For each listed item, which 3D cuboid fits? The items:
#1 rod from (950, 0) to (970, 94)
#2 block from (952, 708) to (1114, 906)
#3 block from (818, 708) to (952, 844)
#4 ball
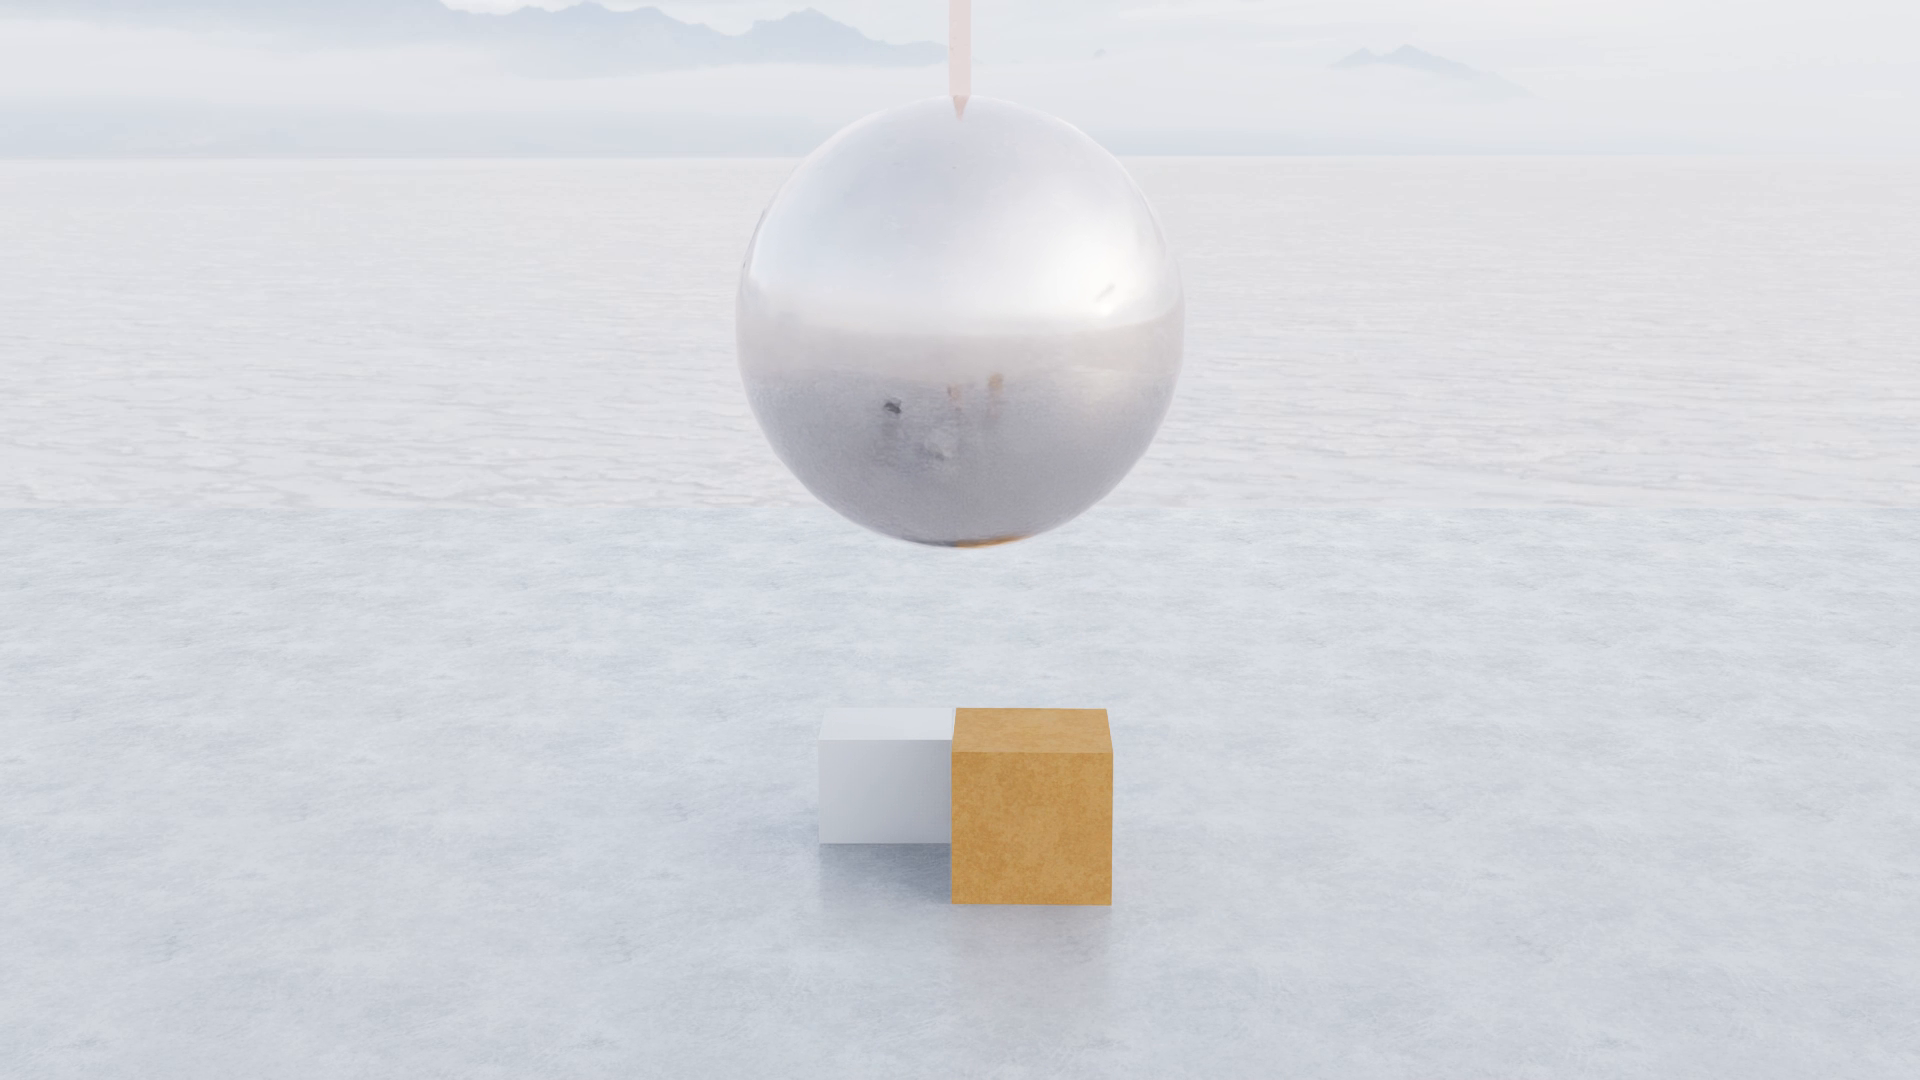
[{"bbox_3d":[0.000,-3.922,9.063,0.080,5.200,0.080,0,-22,0],"label":"rod"},{"bbox_3d":[0.343,1.265,10.564,0.744,0.732,0.807,0,10,1],"label":"block"},{"bbox_3d":[-0.377,1.211,11.386,0.670,0.543,0.631,0,10,0],"label":"block"},{"bbox_3d":[0.000,-0.764,7.802,1.600,1.600,1.600,0,10,0],"label":"ball"}]
